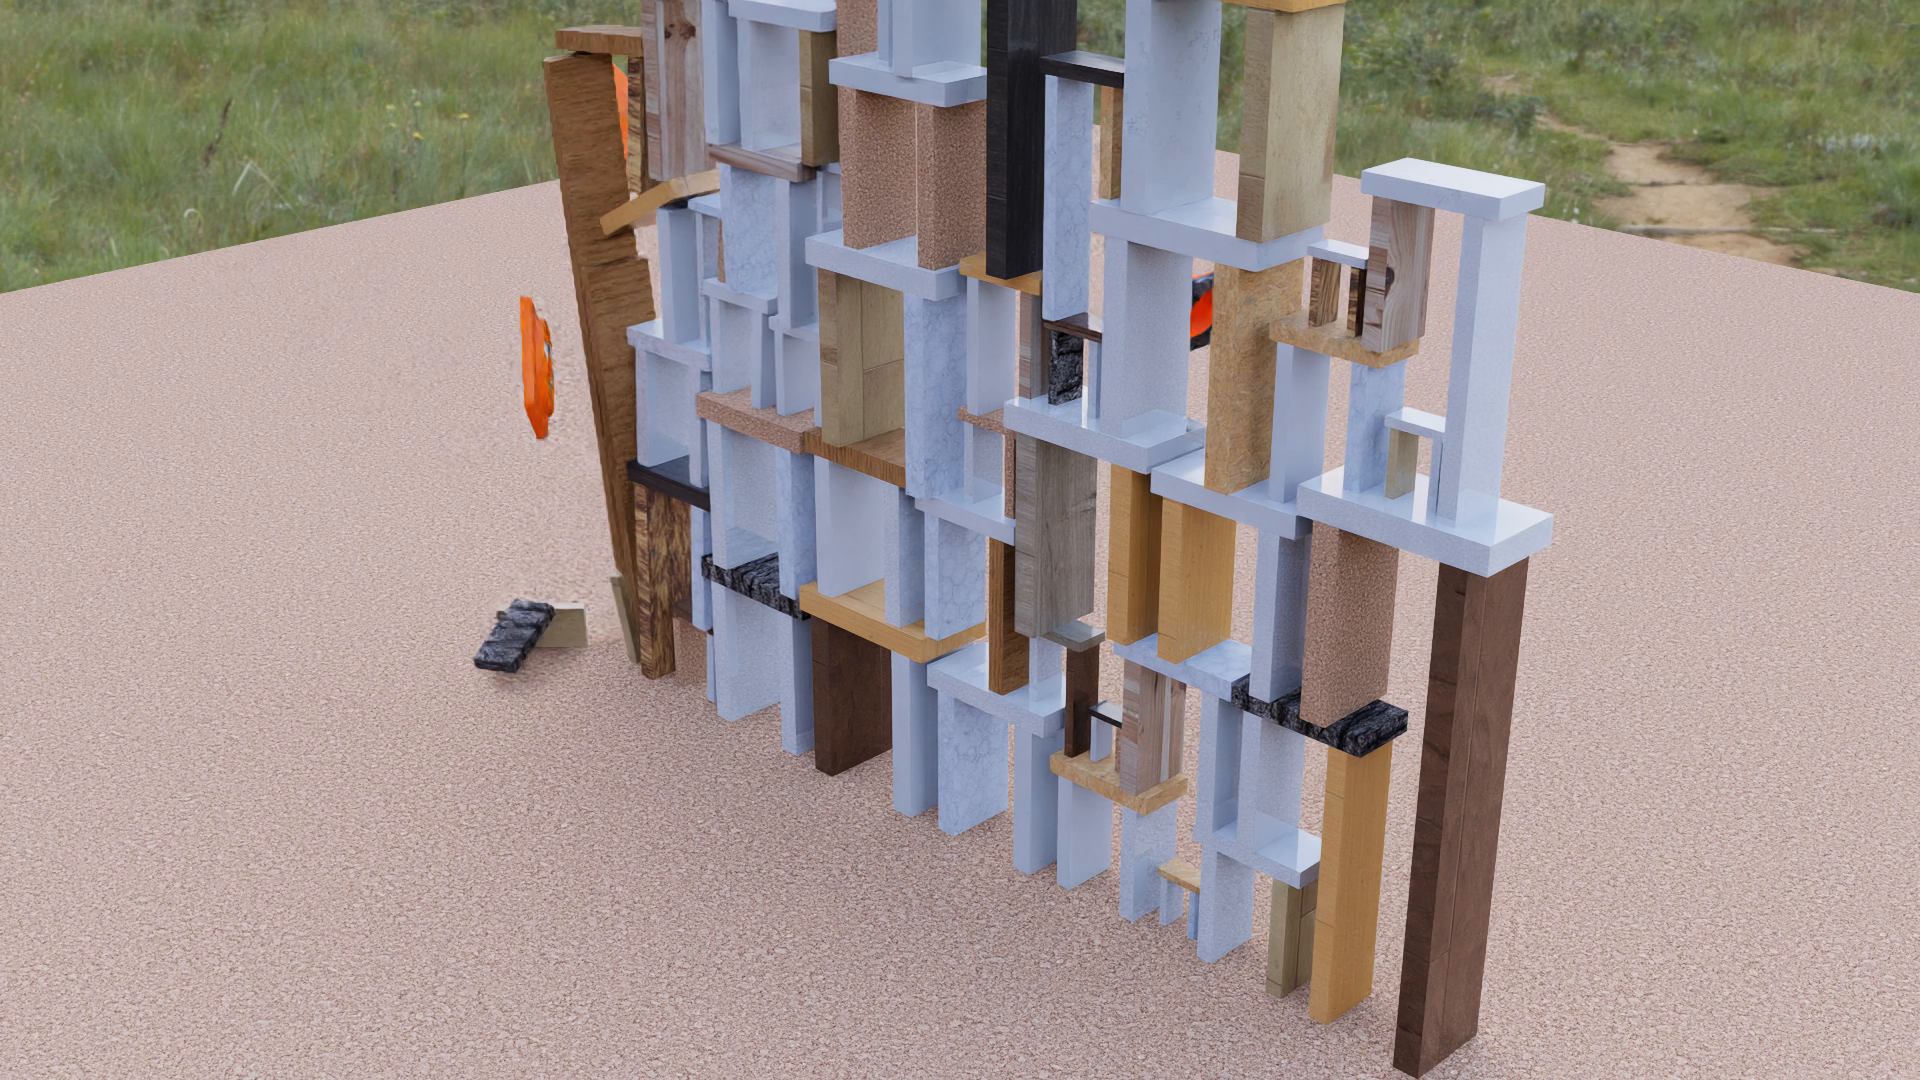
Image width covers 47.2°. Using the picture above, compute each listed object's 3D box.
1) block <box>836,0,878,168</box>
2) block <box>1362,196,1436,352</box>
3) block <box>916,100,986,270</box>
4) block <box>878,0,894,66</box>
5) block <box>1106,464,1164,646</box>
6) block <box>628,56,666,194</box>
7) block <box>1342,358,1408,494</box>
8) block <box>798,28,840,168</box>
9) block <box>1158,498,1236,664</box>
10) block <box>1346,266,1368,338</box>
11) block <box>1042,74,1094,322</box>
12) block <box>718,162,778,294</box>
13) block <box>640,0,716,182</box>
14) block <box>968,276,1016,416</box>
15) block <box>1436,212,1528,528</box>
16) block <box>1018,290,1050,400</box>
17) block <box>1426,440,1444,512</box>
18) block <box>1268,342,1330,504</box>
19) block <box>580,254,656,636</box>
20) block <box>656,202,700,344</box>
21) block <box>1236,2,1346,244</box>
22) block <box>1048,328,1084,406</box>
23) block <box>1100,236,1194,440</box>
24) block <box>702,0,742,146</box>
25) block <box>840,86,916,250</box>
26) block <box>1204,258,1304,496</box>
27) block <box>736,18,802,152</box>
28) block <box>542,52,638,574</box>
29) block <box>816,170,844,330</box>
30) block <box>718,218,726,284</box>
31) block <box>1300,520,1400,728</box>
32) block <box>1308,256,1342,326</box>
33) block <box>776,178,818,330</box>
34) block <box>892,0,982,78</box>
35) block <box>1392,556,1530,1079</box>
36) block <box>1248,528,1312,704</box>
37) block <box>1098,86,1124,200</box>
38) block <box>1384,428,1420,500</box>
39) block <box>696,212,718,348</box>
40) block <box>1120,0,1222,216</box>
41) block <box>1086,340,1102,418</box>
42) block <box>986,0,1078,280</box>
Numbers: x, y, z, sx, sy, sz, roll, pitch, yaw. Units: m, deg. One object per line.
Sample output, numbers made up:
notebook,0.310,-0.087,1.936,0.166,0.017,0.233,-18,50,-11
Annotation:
block,-0.182,-0.894,4.071,0.096,0.405,0.027,-20,30,-39
block,0.665,-0.413,3.326,0.118,0.237,0.034,-21,31,-40
block,-0.009,-0.648,3.956,0.042,0.299,0.149,21,31,40
block,-0.103,-0.952,3.936,0.027,0.192,0.096,22,32,40
block,0.334,0.004,3.861,0.166,0.332,0.047,-21,31,-40
block,-0.621,-0.863,4.539,0.039,0.275,0.138,21,29,36
block,0.650,-0.187,3.445,0.105,0.211,0.030,-21,31,-40
block,-0.240,-0.841,4.138,0.126,0.255,0.036,-19,31,-37
block,0.410,0.050,3.794,0.150,0.300,0.042,-21,31,-41
block,0.623,-0.373,3.394,0.055,0.111,0.016,-21,31,-40
block,0.185,-0.590,3.770,0.026,0.423,0.093,21,31,40
block,-0.413,-0.636,4.405,0.131,0.262,0.037,-21,29,-40
block,-0.566,-0.943,4.430,0.041,0.417,0.143,22,32,40
block,0.057,-0.363,4.014,0.098,0.260,0.028,-21,31,-41
block,0.776,-0.259,3.271,0.118,0.477,0.034,-21,31,-41
block,0.149,-0.357,3.916,0.028,0.195,0.098,21,31,40
block,0.743,-0.105,3.372,0.016,0.115,0.058,21,31,41
block,0.549,-0.201,3.549,0.030,0.268,0.105,21,31,40
block,-0.711,-0.197,4.911,0.142,0.879,0.040,-18,28,-27
block,-0.559,-0.564,4.602,0.040,0.283,0.142,21,31,40
block,0.509,-0.652,3.394,0.050,0.356,0.178,21,31,40
block,0.188,-0.313,3.885,0.020,0.139,0.069,21,31,40
block,0.317,-0.360,3.731,0.049,0.347,0.173,21,31,40
block,-0.432,-0.926,4.291,0.041,0.286,0.143,22,32,39
block,-0.150,-0.702,4.084,0.149,0.299,0.042,-21,31,-41
block,0.480,-0.280,3.587,0.049,0.383,0.173,21,31,40
block,-0.365,-0.887,4.243,0.126,0.253,0.036,-21,31,-40
block,-0.761,-0.477,4.830,0.138,1.195,0.039,-18,31,-25
block,-0.249,-0.563,4.258,0.056,0.317,0.016,-21,32,-39
block,-0.458,-0.595,4.471,0.068,0.136,0.019,-21,36,-40
block,0.638,0.113,3.585,0.050,0.353,0.176,21,31,41
block,0.572,-0.394,3.443,0.055,0.111,0.016,-21,31,-40
block,-0.296,-0.572,4.304,0.131,0.298,0.037,-21,32,-40
block,-0.040,-0.994,3.844,0.048,0.342,0.171,21,31,40
block,0.805,0.440,3.544,0.050,0.922,0.176,21,31,41
block,0.553,0.106,3.666,0.042,0.303,0.150,21,31,41
block,0.272,-0.665,3.641,0.026,0.185,0.093,21,31,41
block,0.689,-0.126,3.422,0.058,0.115,0.016,-21,31,-41
block,-0.509,-0.544,4.545,0.019,0.291,0.068,21,31,38
block,0.341,-0.717,3.548,0.050,0.356,0.178,21,31,40
block,0.253,-0.287,3.824,0.020,0.139,0.069,21,31,40
block,0.122,-0.785,3.759,0.048,0.661,0.171,21,31,40
